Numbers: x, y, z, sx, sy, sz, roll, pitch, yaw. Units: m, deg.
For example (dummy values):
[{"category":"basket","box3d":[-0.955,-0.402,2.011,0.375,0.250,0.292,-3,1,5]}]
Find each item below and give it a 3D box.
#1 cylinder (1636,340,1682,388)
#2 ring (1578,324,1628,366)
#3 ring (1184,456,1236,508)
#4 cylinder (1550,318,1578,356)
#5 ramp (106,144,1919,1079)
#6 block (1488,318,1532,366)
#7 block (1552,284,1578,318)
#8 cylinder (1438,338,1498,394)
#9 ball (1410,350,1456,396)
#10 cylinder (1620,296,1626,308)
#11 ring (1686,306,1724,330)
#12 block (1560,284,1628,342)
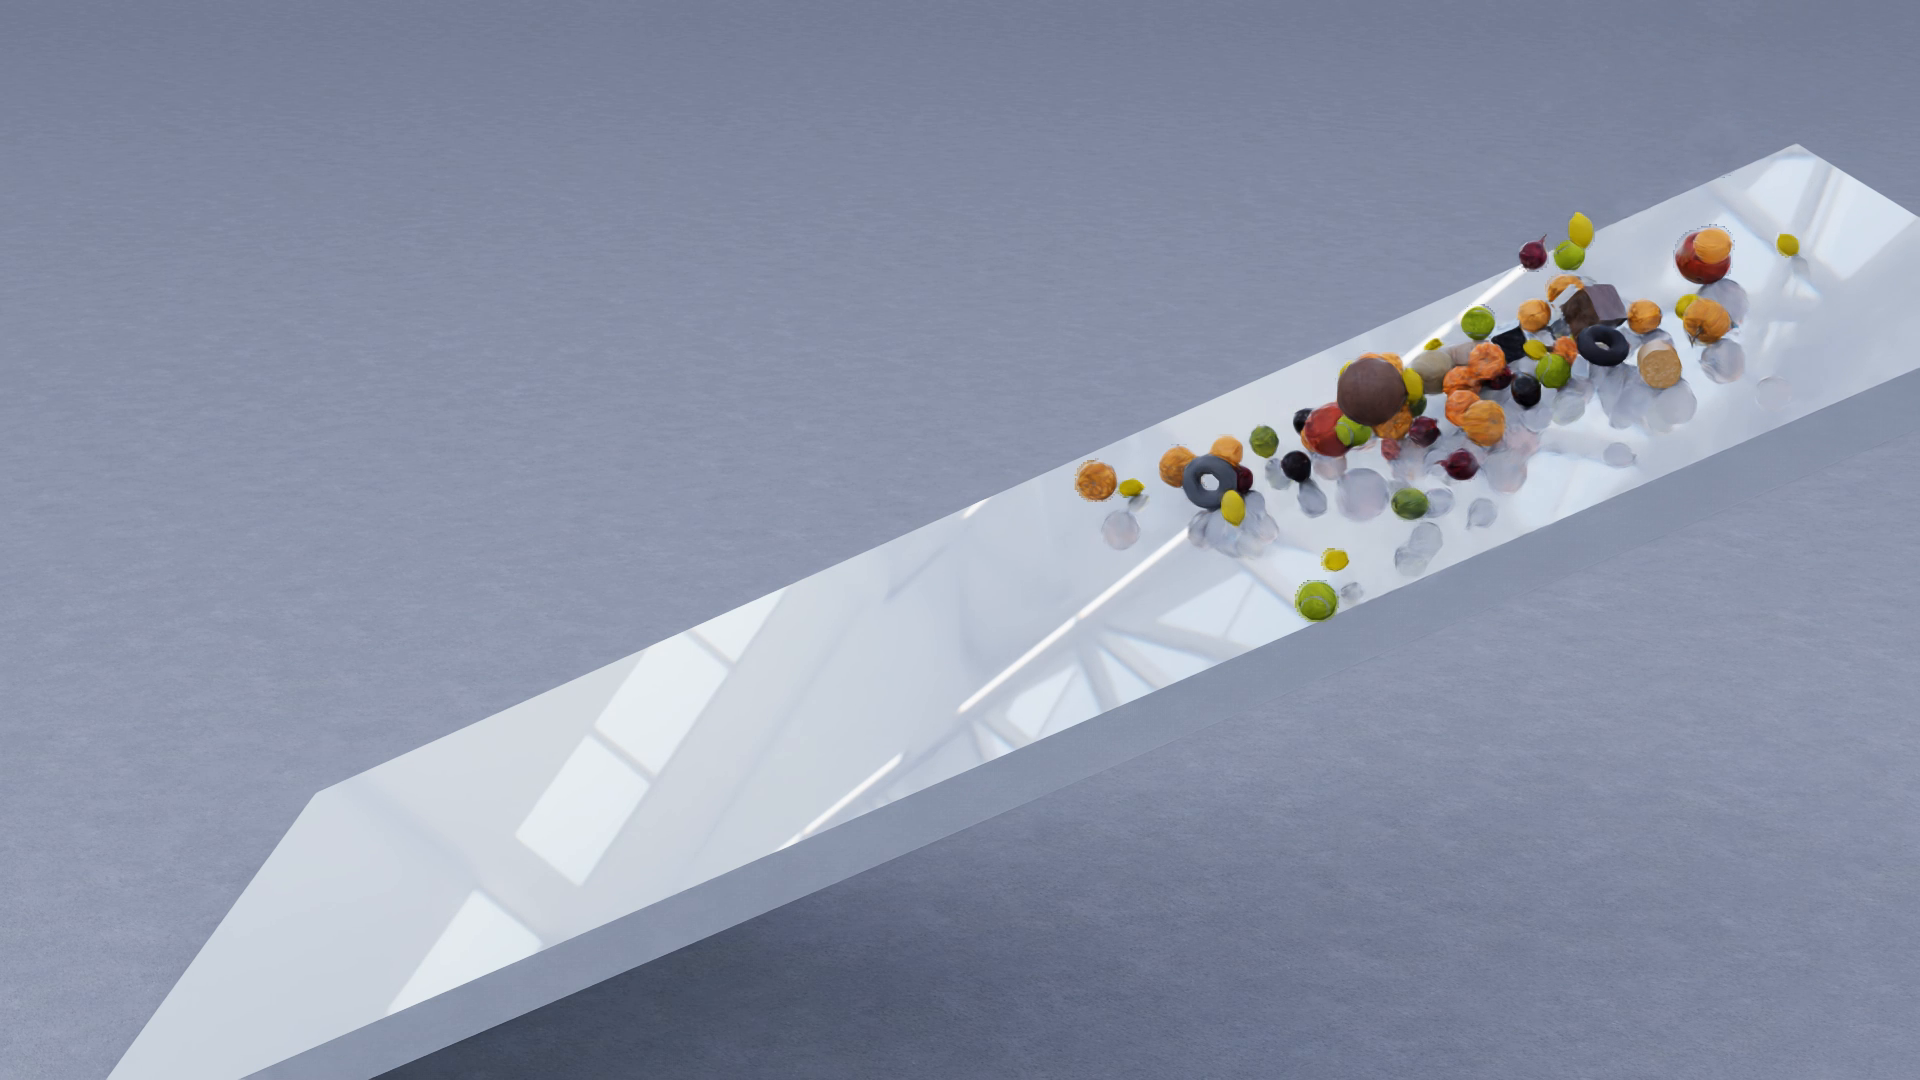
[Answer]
[{"category":"cylinder","box3d":[1.333,-0.335,5.607,0.077,0.077,0.077,2,18,7]},{"category":"ring","box3d":[1.265,-0.382,5.788,0.104,0.035,0.104,5,48,-6]},{"category":"ring","box3d":[0.526,-0.122,6.198,0.120,0.120,0.040,7,31,25]},{"category":"cylinder","box3d":[1.259,-0.422,6.093,0.057,0.057,0.057,-3,37,-9]},{"category":"ramp","box3d":[0.135,0.169,6.283,4.000,0.100,2.000,-24,13,9]},{"category":"block","box3d":[1.173,-0.423,6.272,0.066,0.066,0.066,-22,15,14]},{"category":"block","box3d":[1.281,-0.484,6.127,0.059,0.059,0.059,36,21,-27]},{"category":"cylinder","box3d":[1.060,-0.364,6.163,0.099,0.099,0.099,-10,8,31]},{"category":"ball","box3d":[0.979,-0.347,6.088,0.096,0.096,0.096,0,16,0]},{"category":"cylinder","box3d":[1.357,-0.487,6.136,0.052,0.052,0.052,17,17,4]},{"category":"ring","box3d":[1.485,-0.443,5.860,0.078,0.026,0.078,-25,13,6]},{"category":"block","box3d":[1.285,-0.461,5.958,0.081,0.081,0.081,-8,-23,-33]}]
